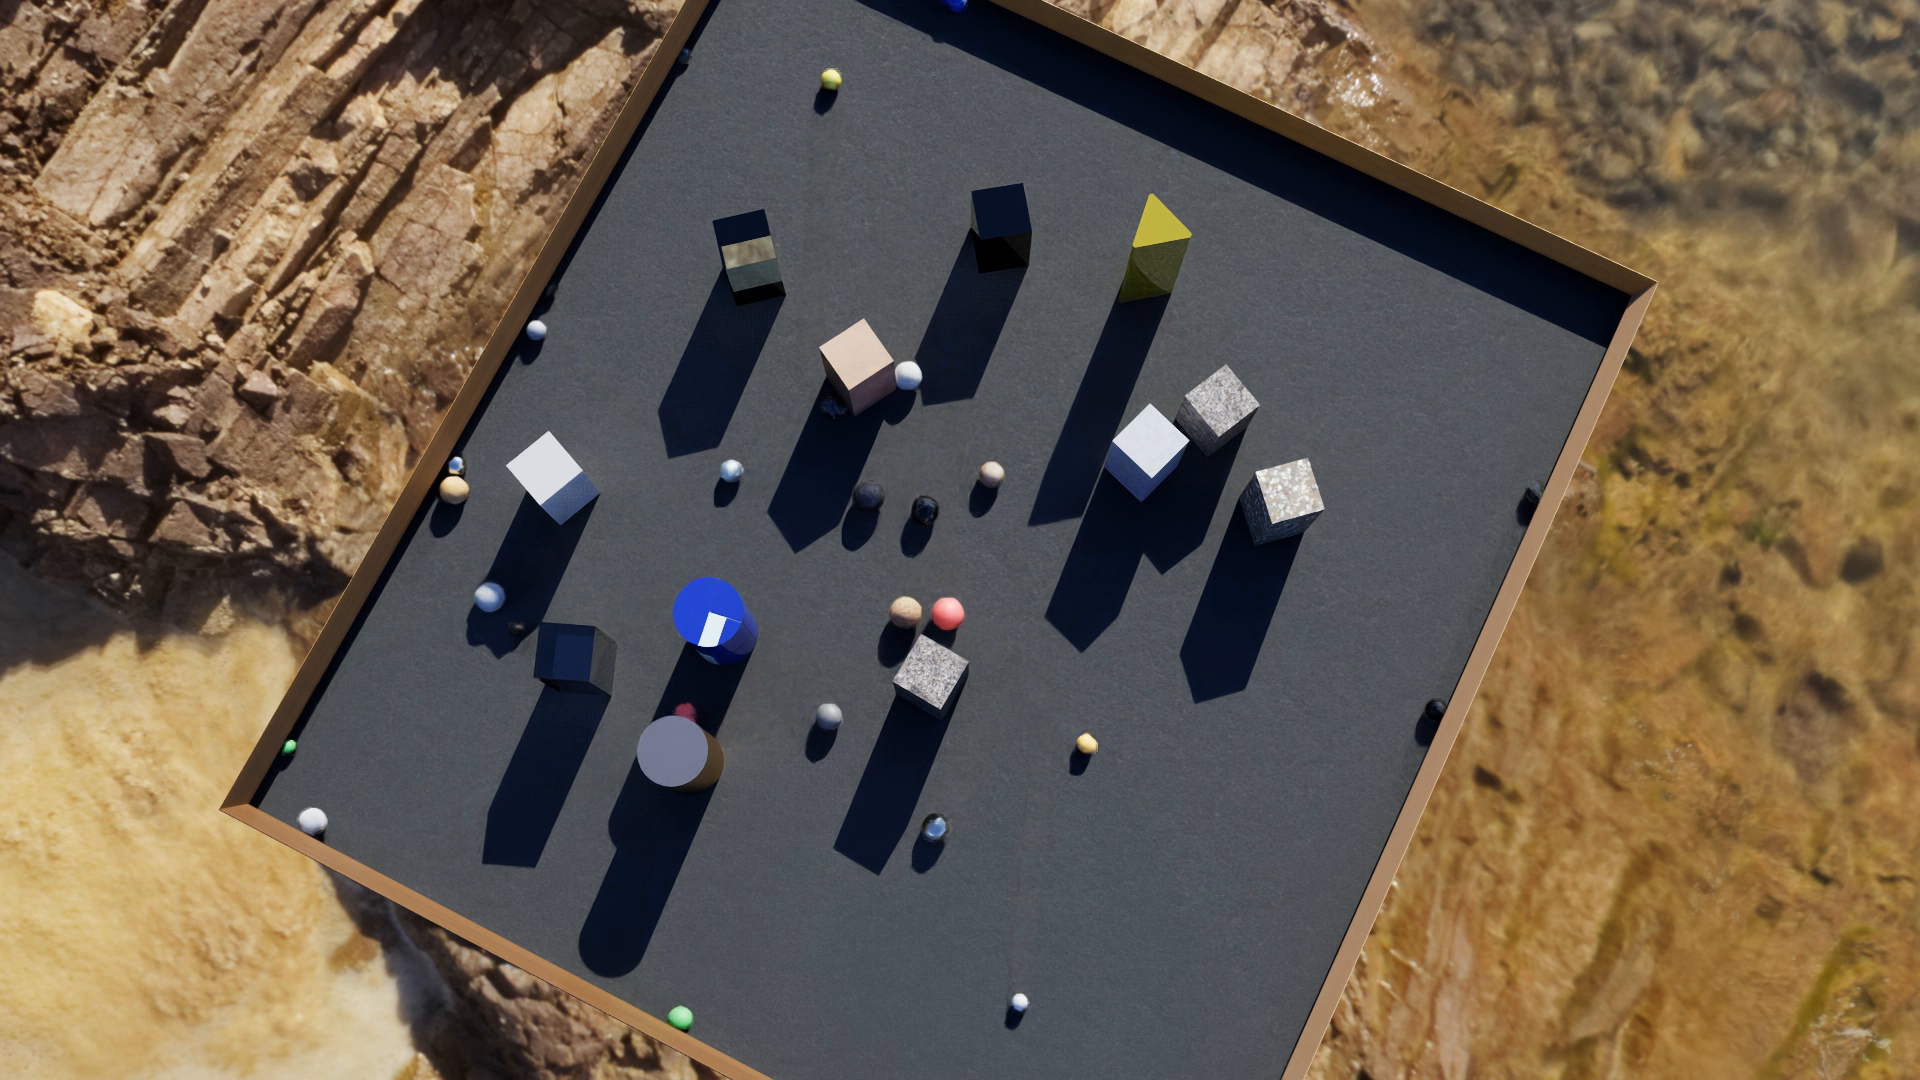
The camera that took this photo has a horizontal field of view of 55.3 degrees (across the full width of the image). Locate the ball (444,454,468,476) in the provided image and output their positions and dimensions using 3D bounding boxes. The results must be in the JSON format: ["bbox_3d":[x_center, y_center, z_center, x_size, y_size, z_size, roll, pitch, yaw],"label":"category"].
[{"bbox_3d":[-1.549,-0.229,5.628,0.070,0.070,0.070,0,78,0],"label":"ball"}]

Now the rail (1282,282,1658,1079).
[{"bbox_3d":[1.380,0.683,5.408,0.045,0.129,3.369,26,80,5],"label":"rail"}]

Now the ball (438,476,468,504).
[{"bbox_3d":[-1.549,-0.152,5.604,0.087,0.087,0.087,0,78,0],"label":"ball"}]

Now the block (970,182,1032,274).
[{"bbox_3d":[0.126,-0.961,5.667,0.159,0.292,0.159,-9,78,-2],"label":"block"}]

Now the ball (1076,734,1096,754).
[{"bbox_3d":[0.376,0.608,5.461,0.058,0.058,0.058,0,78,0],"label":"ball"}]

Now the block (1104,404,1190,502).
[{"bbox_3d":[0.558,-0.258,5.509,0.159,0.315,0.159,44,82,8],"label":"block"}]

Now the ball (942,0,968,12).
[{"bbox_3d":[-0.017,-1.751,5.936,0.083,0.083,0.083,0,78,0],"label":"ball"}]

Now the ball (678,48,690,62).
[{"bbox_3d":[-0.892,-1.567,5.918,0.044,0.044,0.044,0,78,0],"label":"ball"}]

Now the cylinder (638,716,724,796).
[{"bbox_3d":[-0.805,0.627,5.305,0.199,0.356,0.199,0,78,0],"label":"cylinder"}]

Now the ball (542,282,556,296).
[{"bbox_3d":[-1.290,-0.788,5.757,0.045,0.045,0.045,0,78,0],"label":"ball"}]

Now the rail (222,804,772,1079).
[{"bbox_3d":[-0.743,1.462,5.247,3.133,0.129,0.045,26,80,5],"label":"rail"}]

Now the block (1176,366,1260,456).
[{"bbox_3d":[0.780,-0.390,5.570,0.159,0.249,0.159,-37,81,-7],"label":"block"}]

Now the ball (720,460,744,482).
[{"bbox_3d":[-0.701,-0.212,5.625,0.069,0.069,0.069,0,78,0],"label":"ball"}]

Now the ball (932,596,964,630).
[{"bbox_3d":[-0.037,0.221,5.521,0.099,0.099,0.099,0,78,0],"label":"ball"}]

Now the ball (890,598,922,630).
[{"bbox_3d":[-0.163,0.220,5.521,0.097,0.097,0.097,0,78,0],"label":"ball"}]

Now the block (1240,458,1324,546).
[{"bbox_3d":[0.957,-0.110,5.473,0.159,0.326,0.159,-15,79,-3],"label":"block"}]

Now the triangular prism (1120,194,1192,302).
[{"bbox_3d":[0.571,-0.887,5.553,0.172,0.484,0.149,-11,79,-2],"label":"triangular prism"}]

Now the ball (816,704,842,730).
[{"bbox_3d":[-0.391,0.527,5.466,0.082,0.082,0.082,0,78,0],"label":"ball"}]

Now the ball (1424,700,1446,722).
[{"bbox_3d":[1.422,0.510,5.478,0.065,0.065,0.065,0,78,0],"label":"ball"}]

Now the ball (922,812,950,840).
[{"bbox_3d":[-0.070,0.844,5.399,0.084,0.084,0.084,0,78,0],"label":"ball"}]

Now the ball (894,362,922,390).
[{"bbox_3d":[-0.161,-0.508,5.676,0.089,0.089,0.089,0,78,0],"label":"ball"}]

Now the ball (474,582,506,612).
[{"bbox_3d":[-1.419,0.172,5.535,0.090,0.090,0.090,0,78,0],"label":"ball"}]

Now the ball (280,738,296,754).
[{"bbox_3d":[-2.005,0.615,5.466,0.047,0.047,0.047,0,78,0],"label":"ball"}]

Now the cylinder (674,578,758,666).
[{"bbox_3d":[-0.712,0.243,5.368,0.199,0.387,0.199,0,78,0],"label":"cylinder"}]

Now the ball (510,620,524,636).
[{"bbox_3d":[-1.339,0.265,5.538,0.046,0.046,0.046,0,78,0],"label":"ball"}]

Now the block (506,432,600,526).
[{"bbox_3d":[-1.219,-0.183,5.512,0.159,0.280,0.159,-41,81,-8],"label":"block"}]

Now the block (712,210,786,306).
[{"bbox_3d":[-0.644,-0.863,5.626,0.159,0.332,0.159,-13,79,-3],"label":"block"}]

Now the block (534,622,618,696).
[{"bbox_3d":[-1.123,0.352,5.369,0.159,0.342,0.159,4,78,1],"label":"block"}]

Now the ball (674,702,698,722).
[{"bbox_3d":[-0.819,0.521,5.474,0.068,0.068,0.068,0,78,0],"label":"ball"}]

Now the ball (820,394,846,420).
[{"bbox_3d":[-0.390,-0.409,5.660,0.080,0.080,0.080,0,78,0],"label":"ball"}]

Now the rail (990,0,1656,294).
[{"bbox_3d":[0.743,-1.448,5.849,3.133,0.129,0.045,26,80,5],"label":"rail"}]

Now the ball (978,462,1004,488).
[{"bbox_3d":[0.096,-0.202,5.618,0.079,0.079,0.079,0,78,0],"label":"ball"}]

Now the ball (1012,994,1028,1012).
[{"bbox_3d":[0.174,1.341,5.314,0.049,0.049,0.049,0,78,0],"label":"ball"}]

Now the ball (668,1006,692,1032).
[{"bbox_3d":[-0.809,1.383,5.294,0.071,0.071,0.071,0,78,0],"label":"ball"}]

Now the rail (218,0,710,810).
[{"bbox_3d":[-1.380,-0.669,5.688,0.045,0.129,3.369,26,80,5],"label":"rail"}]

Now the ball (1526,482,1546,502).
[{"bbox_3d":[1.764,-0.146,5.615,0.062,0.062,0.062,0,78,0],"label":"ball"}]

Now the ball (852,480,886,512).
[{"bbox_3d":[-0.278,-0.135,5.594,0.100,0.100,0.100,0,78,0],"label":"ball"}]

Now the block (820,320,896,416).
[{"bbox_3d":[-0.307,-0.521,5.575,0.159,0.292,0.159,-34,80,-7],"label":"block"}]

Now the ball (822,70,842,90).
[{"bbox_3d":[-0.414,-1.477,5.889,0.065,0.065,0.065,0,78,0],"label":"ball"}]

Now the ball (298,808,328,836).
[{"bbox_3d":[-1.909,0.832,5.402,0.082,0.082,0.082,0,78,0],"label":"ball"}]

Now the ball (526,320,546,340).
[{"bbox_3d":[-1.323,-0.653,5.720,0.062,0.062,0.062,0,78,0],"label":"ball"}]

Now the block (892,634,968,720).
[{"bbox_3d":[-0.083,0.406,5.376,0.159,0.308,0.159,30,80,6],"label":"block"}]

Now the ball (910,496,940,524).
[{"bbox_3d":[-0.106,-0.092,5.591,0.087,0.087,0.087,0,78,0],"label":"ball"}]
